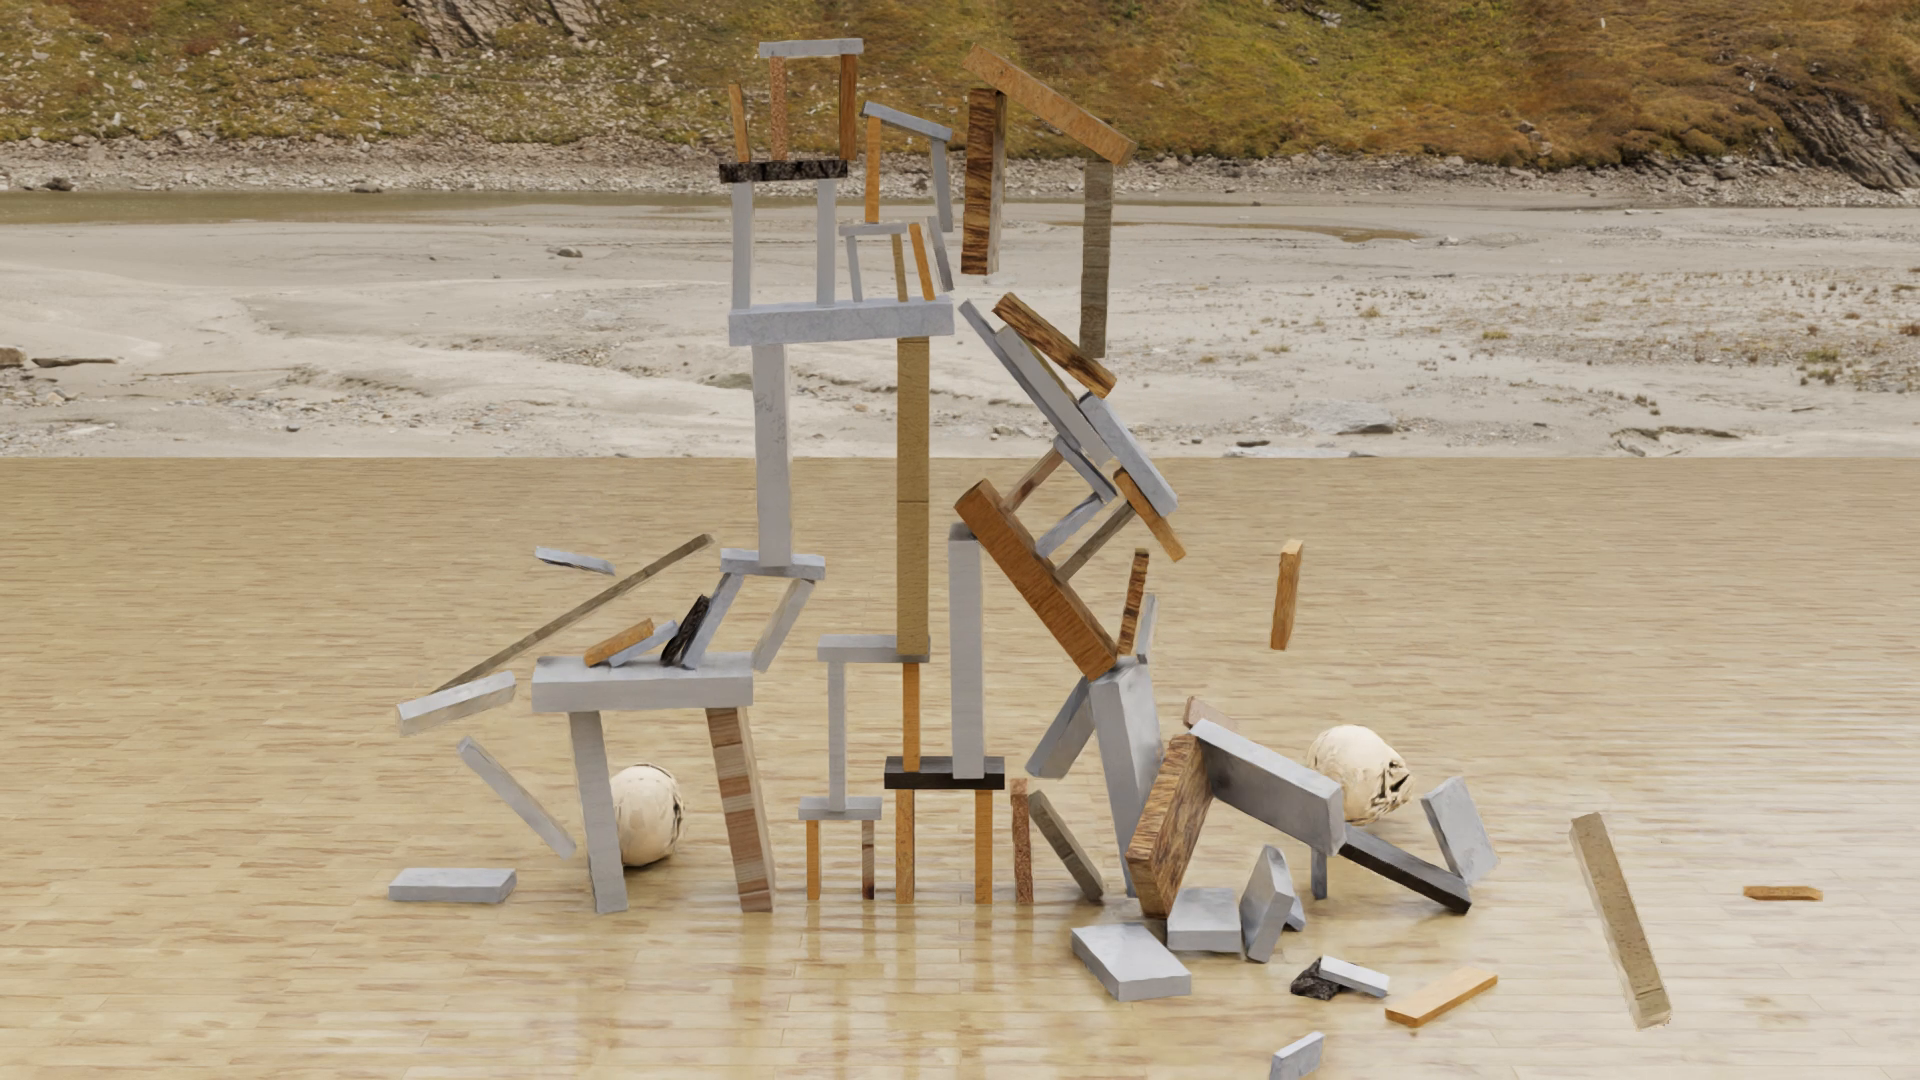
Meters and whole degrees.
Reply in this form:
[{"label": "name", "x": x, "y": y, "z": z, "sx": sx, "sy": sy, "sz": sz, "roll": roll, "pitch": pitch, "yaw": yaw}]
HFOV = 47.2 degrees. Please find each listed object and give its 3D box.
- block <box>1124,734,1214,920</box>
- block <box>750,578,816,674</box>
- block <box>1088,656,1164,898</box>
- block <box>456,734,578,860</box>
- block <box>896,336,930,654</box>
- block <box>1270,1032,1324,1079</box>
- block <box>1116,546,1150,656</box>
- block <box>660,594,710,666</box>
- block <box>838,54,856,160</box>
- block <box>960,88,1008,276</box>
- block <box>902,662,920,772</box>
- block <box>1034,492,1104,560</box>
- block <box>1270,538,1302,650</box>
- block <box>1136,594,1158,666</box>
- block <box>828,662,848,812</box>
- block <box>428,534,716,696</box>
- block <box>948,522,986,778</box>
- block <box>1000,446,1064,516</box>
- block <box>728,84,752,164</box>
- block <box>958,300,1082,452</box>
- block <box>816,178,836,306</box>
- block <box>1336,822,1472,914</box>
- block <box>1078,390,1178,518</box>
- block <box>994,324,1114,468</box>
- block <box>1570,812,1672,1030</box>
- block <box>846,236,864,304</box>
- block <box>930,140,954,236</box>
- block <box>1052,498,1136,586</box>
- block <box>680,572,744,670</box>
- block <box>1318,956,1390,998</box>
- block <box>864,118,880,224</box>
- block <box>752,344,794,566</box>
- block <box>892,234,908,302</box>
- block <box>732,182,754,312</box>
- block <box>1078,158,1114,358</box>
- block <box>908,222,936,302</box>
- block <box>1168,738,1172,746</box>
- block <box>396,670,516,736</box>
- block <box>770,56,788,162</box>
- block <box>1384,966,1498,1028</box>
[{"label": "block", "x": 0.335, "y": 0.454, "z": 3.495, "sx": 0.038, "sy": 0.135, "sz": 0.276, "roll": 0, "pitch": 38, "yaw": 26}, {"label": "block", "x": -0.289, "y": 0.131, "z": 3.576, "sx": 0.024, "sy": 0.167, "sz": 0.084, "roll": 29, "pitch": 7, "yaw": -12}, {"label": "block", "x": 0.288, "y": 0.381, "z": 3.575, "sx": 0.050, "sy": 0.355, "sz": 0.177, "roll": -8, "pitch": 9, "yaw": 21}, {"label": "block", "x": -0.719, "y": 0.417, "z": 3.569, "sx": 0.027, "sy": 0.246, "sz": 0.095, "roll": -44, "pitch": 13, "yaw": -7}, {"label": "block", "x": -0.075, "y": -0.082, "z": 3.540, "sx": 0.049, "sy": 0.504, "sz": 0.174, "roll": 0, "pitch": 11, "yaw": 0}, {"label": "block", "x": 0.451, "y": 0.698, "z": 2.946, "sx": 0.014, "sy": 0.050, "sz": 0.101, "roll": 21, "pitch": 21, "yaw": 38}, {"label": "block", "x": 0.280, "y": 0.097, "z": 3.561, "sx": 0.023, "sy": 0.166, "sz": 0.083, "roll": 11, "pitch": 8, "yaw": 3}, {"label": "block", "x": -0.447, "y": 0.146, "z": 3.574, "sx": 0.017, "sy": 0.118, "sz": 0.059, "roll": 33, "pitch": 6, "yaw": -11}, {"label": "block", "x": -0.175, "y": -0.674, "z": 3.426, "sx": 0.023, "sy": 0.159, "sz": 0.080, "roll": 1, "pitch": 10, "yaw": -5}, {"label": "block", "x": 0.039, "y": -0.563, "z": 3.459, "sx": 0.040, "sy": 0.283, "sz": 0.142, "roll": 4, "pitch": 10, "yaw": 8}, {"label": "block", "x": -0.079, "y": 0.280, "z": 3.614, "sx": 0.026, "sy": 0.182, "sz": 0.091, "roll": 0, "pitch": 11, "yaw": 1}, {"label": "block", "x": 0.176, "y": -0.024, "z": 3.538, "sx": 0.131, "sy": 0.018, "sz": 0.065, "roll": -41, "pitch": 9, "yaw": 7}, {"label": "block", "x": 0.536, "y": 0.089, "z": 3.613, "sx": 0.024, "sy": 0.166, "sz": 0.083, "roll": 9, "pitch": 18, "yaw": 15}, {"label": "block", "x": 0.304, "y": 0.145, "z": 3.562, "sx": 0.015, "sy": 0.103, "sz": 0.052, "roll": 6, "pitch": -21, "yaw": 15}, {"label": "block", "x": -0.201, "y": 0.313, "z": 3.623, "sx": 0.026, "sy": 0.250, "sz": 0.091, "roll": 0, "pitch": 11, "yaw": 0}, {"label": "block", "x": -0.634, "y": 0.128, "z": 3.593, "sx": 0.525, "sy": 0.017, "sz": 0.059, "roll": -30, "pitch": -3, "yaw": 3}, {"label": "block", "x": 0.012, "y": 0.177, "z": 3.595, "sx": 0.050, "sy": 0.390, "sz": 0.177, "roll": -1, "pitch": 10, "yaw": 2}, {"label": "block", "x": 0.116, "y": -0.095, "z": 3.533, "sx": 0.018, "sy": 0.131, "sz": 0.065, "roll": 43, "pitch": 10, "yaw": -7}, {"label": "block", "x": -0.342, "y": -0.647, "z": 3.419, "sx": 0.017, "sy": 0.119, "sz": 0.059, "roll": -7, "pitch": 9, "yaw": -1}, {"label": "block", "x": 0.098, "y": -0.262, "z": 3.500, "sx": 0.017, "sy": 0.293, "sz": 0.060, "roll": -39, "pitch": 6, "yaw": 10}, {"label": "block", "x": -0.212, "y": -0.469, "z": 3.460, "sx": 0.028, "sy": 0.196, "sz": 0.098, "roll": 1, "pitch": 10, "yaw": -5}, {"label": "block", "x": 0.699, "y": 0.523, "z": 3.591, "sx": 0.285, "sy": 0.024, "sz": 0.083, "roll": 26, "pitch": 18, "yaw": -5}, {"label": "block", "x": 0.269, "y": -0.141, "z": 3.511, "sx": 0.032, "sy": 0.223, "sz": 0.112, "roll": -36, "pitch": 6, "yaw": 9}, {"label": "block", "x": 0.152, "y": -0.235, "z": 3.504, "sx": 0.032, "sy": 0.263, "sz": 0.112, "roll": -39, "pitch": 6, "yaw": 10}, {"label": "block", "x": 0.881, "y": 0.510, "z": 2.942, "sx": 0.038, "sy": 0.271, "sz": 0.135, "roll": -18, "pitch": -22, "yaw": 8}, {"label": "block", "x": -0.167, "y": -0.427, "z": 3.472, "sx": 0.015, "sy": 0.106, "sz": 0.053, "roll": -7, "pitch": 10, "yaw": -2}, {"label": "block", "x": -0.029, "y": -0.556, "z": 3.482, "sx": 0.020, "sy": 0.142, "sz": 0.071, "roll": -6, "pitch": 5, "yaw": -2}, {"label": "block", "x": 0.218, "y": 0.001, "z": 3.543, "sx": 0.023, "sy": 0.166, "sz": 0.083, "roll": 45, "pitch": 9, "yaw": -1}, {"label": "block", "x": -0.401, "y": 0.123, "z": 3.559, "sx": 0.024, "sy": 0.167, "sz": 0.084, "roll": 28, "pitch": 7, "yaw": -11}, {"label": "block", "x": 0.582, "y": 0.646, "z": 3.254, "sx": 0.101, "sy": 0.014, "sz": 0.050, "roll": 17, "pitch": 17, "yaw": 10}, {"label": "block", "x": -0.138, "y": -0.579, "z": 3.460, "sx": 0.020, "sy": 0.159, "sz": 0.071, "roll": 2, "pitch": 5, "yaw": -4}, {"label": "block", "x": -0.298, "y": -0.146, "z": 3.517, "sx": 0.049, "sy": 0.348, "sz": 0.174, "roll": -2, "pitch": 11, "yaw": -3}, {"label": "block", "x": -0.096, "y": -0.431, "z": 3.475, "sx": 0.015, "sy": 0.106, "sz": 0.053, "roll": -6, "pitch": 10, "yaw": -1}, {"label": "block", "x": -0.341, "y": -0.462, "z": 3.454, "sx": 0.028, "sy": 0.196, "sz": 0.098, "roll": 1, "pitch": 10, "yaw": -3}, {"label": "block", "x": 0.215, "y": -0.445, "z": 3.455, "sx": 0.040, "sy": 0.299, "sz": 0.142, "roll": 2, "pitch": 12, "yaw": 4}, {"label": "block", "x": -0.061, "y": -0.440, "z": 3.472, "sx": 0.017, "sy": 0.121, "sz": 0.060, "roll": -12, "pitch": 10, "yaw": 0}, {"label": "block", "x": 0.400, "y": 0.360, "z": 3.655, "sx": 0.103, "sy": 0.052, "sz": 0.015, "roll": 8, "pitch": 44, "yaw": 18}, {"label": "block", "x": -0.821, "y": 0.266, "z": 3.584, "sx": 0.189, "sy": 0.027, "sz": 0.095, "roll": -18, "pitch": -16, "yaw": -21}, {"label": "block", "x": -0.282, "y": -0.669, "z": 3.421, "sx": 0.023, "sy": 0.159, "sz": 0.080, "roll": -2, "pitch": 11, "yaw": -5}, {"label": "block", "x": 0.706, "y": 0.667, "z": 3.216, "sx": 0.053, "sy": 0.015, "sz": 0.228, "roll": 10, "pitch": 14, "yaw": 42}]
